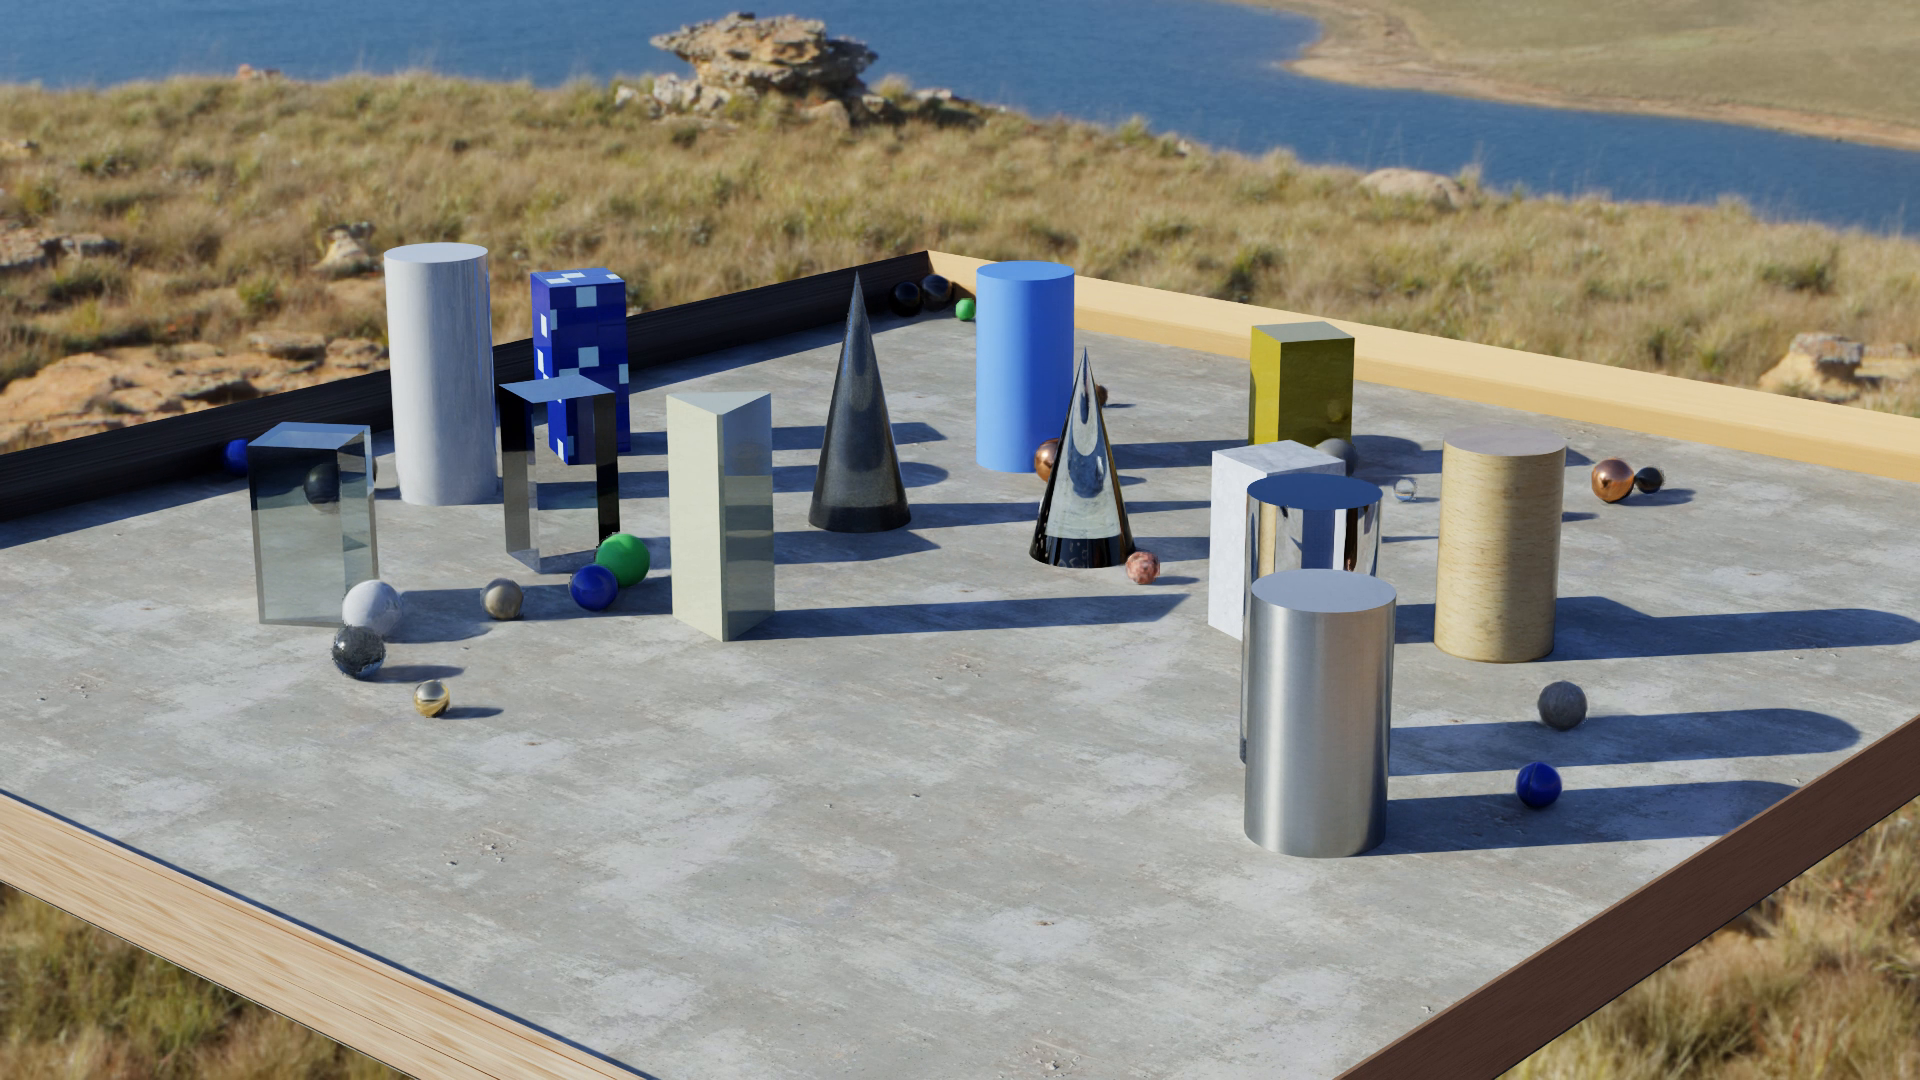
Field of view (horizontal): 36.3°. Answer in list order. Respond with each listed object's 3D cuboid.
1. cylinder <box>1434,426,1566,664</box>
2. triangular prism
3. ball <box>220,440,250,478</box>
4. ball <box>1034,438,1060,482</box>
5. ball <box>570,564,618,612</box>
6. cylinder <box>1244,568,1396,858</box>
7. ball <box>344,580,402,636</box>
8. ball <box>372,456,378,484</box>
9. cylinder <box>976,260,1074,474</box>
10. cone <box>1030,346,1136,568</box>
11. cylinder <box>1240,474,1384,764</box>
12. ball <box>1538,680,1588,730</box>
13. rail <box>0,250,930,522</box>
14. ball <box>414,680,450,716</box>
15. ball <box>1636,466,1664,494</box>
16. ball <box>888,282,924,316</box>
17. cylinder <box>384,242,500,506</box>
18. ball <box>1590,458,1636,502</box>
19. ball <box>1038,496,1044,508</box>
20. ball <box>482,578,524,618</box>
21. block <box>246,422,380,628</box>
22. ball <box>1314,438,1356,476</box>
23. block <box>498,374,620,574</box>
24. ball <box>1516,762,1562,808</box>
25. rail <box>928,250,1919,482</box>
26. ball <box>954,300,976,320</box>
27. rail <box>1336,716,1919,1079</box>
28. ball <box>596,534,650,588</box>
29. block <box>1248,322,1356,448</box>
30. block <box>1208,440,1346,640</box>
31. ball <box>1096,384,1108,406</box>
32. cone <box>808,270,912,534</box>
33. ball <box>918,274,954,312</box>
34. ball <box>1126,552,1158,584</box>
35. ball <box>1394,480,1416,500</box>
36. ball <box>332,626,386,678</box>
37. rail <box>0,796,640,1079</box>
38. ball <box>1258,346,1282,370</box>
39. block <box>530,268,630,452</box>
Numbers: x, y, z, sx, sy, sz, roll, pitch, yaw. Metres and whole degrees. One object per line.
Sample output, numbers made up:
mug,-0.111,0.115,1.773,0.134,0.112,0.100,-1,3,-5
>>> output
cylinder,0.887,0.006,4.826,0.197,0.351,0.197,0,17,0
triangular prism,-0.380,-0.050,4.939,0.148,0.391,0.171,-12,20,-34
ball,-1.440,-0.164,5.862,0.077,0.077,0.077,0,17,0
ball,0.192,-0.156,5.810,0.093,0.093,0.093,0,17,0
ball,-0.629,0.082,5.039,0.081,0.081,0.081,0,17,0
cylinder,0.496,0.238,4.050,0.197,0.354,0.197,0,17,0
ball,-0.982,0.115,4.903,0.097,0.097,0.097,0,17,0
ball,-1.187,-0.136,5.731,0.099,0.099,0.099,0,17,0
cylinder,0.131,-0.352,5.936,0.197,0.394,0.197,0,17,0
cone,0.225,-0.164,5.319,0.197,0.390,0.197,0,17,0
cylinder,0.516,0.126,4.320,0.197,0.411,0.197,0,17,0
ball,0.922,0.253,4.484,0.075,0.075,0.075,0,17,0
rail,-1.241,-0.279,6.151,0.045,0.128,3.590,14,22,39
ball,-0.818,0.245,4.544,0.056,0.056,0.056,0,17,0
ball,1.351,-0.117,5.747,0.054,0.054,0.054,0,17,0
ball,-0.135,-0.598,7.285,0.087,0.087,0.087,0,17,0
cylinder,-1.005,-0.323,5.694,0.197,0.478,0.197,0,17,0
ball,1.267,-0.116,5.690,0.085,0.085,0.085,0,17,0
ball,0.174,-0.065,5.584,0.049,0.049,0.049,0,17,0
ball,-0.780,0.100,5.000,0.070,0.070,0.070,0,17,0
block,-1.099,-0.027,4.996,0.158,0.314,0.158,3,17,9
ball,0.742,-0.157,5.819,0.089,0.089,0.089,0,17,0
block,-0.723,-0.120,5.302,0.158,0.317,0.158,-10,19,-29
ball,0.825,0.349,4.182,0.064,0.064,0.064,0,17,0
rail,1.161,-0.354,6.400,3.334,0.128,0.045,14,22,39
ball,0.013,-0.568,7.248,0.052,0.052,0.052,0,17,0
rail,1.241,0.343,4.088,0.045,0.128,3.590,14,22,39
ball,-0.594,0.036,5.167,0.096,0.096,0.096,0,17,0
block,0.685,-0.282,5.903,0.158,0.281,0.158,-5,17,-15
block,0.529,0.006,4.904,0.158,0.304,0.158,-9,19,-28
ball,0.300,-0.316,6.417,0.048,0.048,0.048,0,17,0
cone,-0.191,-0.272,5.518,0.197,0.483,0.197,0,17,0
ball,-0.061,-0.617,7.336,0.095,0.095,0.095,0,17,0
ball,0.322,0.048,5.193,0.057,0.057,0.057,0,17,0
ball,0.864,-0.097,5.701,0.042,0.042,0.042,0,17,0
ball,-0.966,0.179,4.712,0.084,0.084,0.084,0,17,0
rail,-1.161,0.418,3.839,3.334,0.128,0.045,14,22,39
ball,0.712,-0.418,6.742,0.056,0.056,0.056,0,17,0
block,-0.783,-0.367,6.050,0.158,0.357,0.158,-7,18,-21
